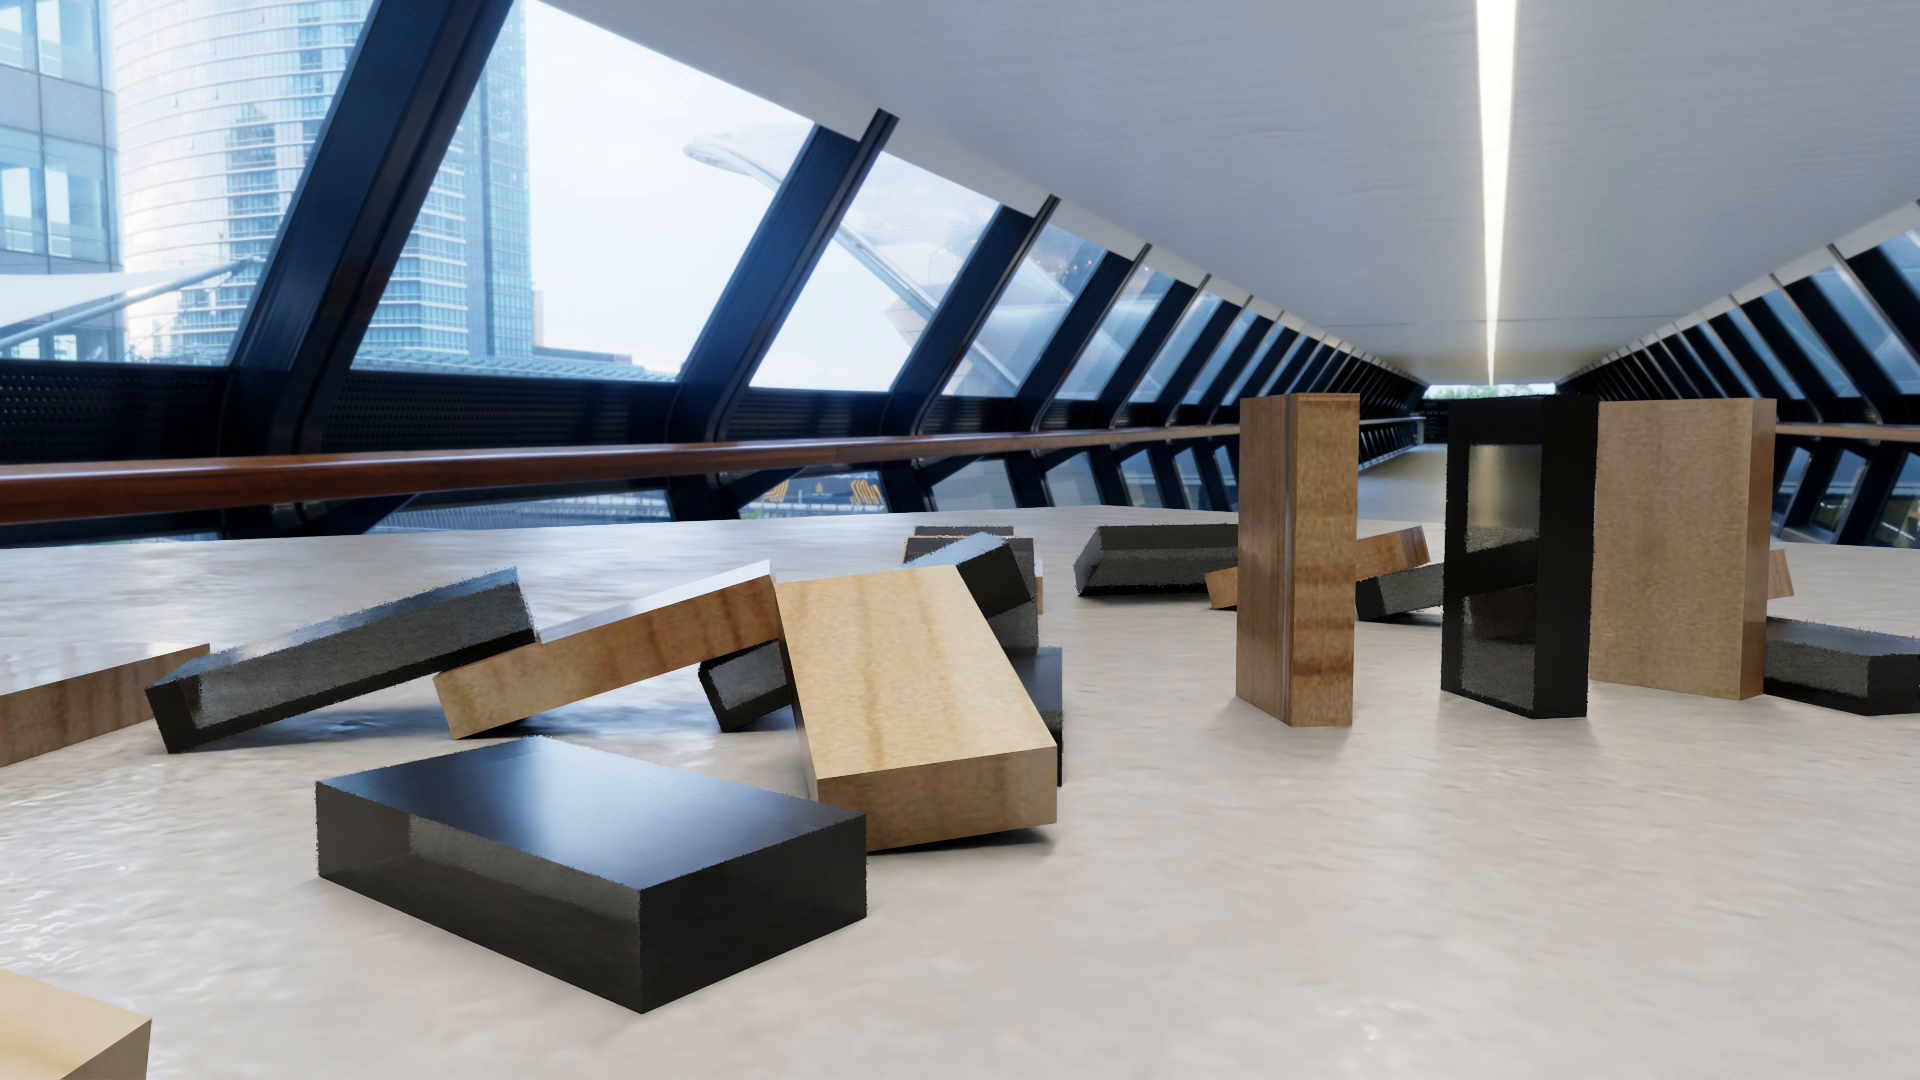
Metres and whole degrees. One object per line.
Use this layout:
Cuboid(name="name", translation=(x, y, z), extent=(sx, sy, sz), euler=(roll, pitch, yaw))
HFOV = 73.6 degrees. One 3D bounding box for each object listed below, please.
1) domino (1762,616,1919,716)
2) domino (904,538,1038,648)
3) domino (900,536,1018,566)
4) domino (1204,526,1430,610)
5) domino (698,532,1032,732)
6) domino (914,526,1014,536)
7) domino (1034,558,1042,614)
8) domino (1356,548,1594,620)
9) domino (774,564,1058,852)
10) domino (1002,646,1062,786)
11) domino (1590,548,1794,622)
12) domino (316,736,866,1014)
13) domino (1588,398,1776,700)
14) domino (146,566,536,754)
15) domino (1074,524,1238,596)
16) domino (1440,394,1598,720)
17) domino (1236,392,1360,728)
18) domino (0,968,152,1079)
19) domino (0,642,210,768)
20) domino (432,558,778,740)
Cuboid(name="domino", translation=(0.148, 0.021, 0.227), extent=(0.025, 0.009, 0.050), euler=(-1, 4, -14))
Cuboid(name="domino", translation=(0.001, 0.013, 0.235), extent=(0.025, 0.010, 0.050), euler=(0, 21, 2))
Cuboid(name="domino", translation=(0.000, 0.012, 0.268), extent=(0.025, 0.009, 0.050), euler=(0, 19, 2))
Cuboid(name="domino", translation=(0.091, 0.007, 0.327), extent=(0.050, 0.010, 0.025), euler=(-15, -4, 32))
Cuboid(name="domino", translation=(-0.016, 0.014, 0.203), extent=(0.050, 0.009, 0.025), euler=(-23, 7, -6))
Cuboid(name="domino", translation=(0.000, 0.009, 0.306), extent=(0.025, 0.009, 0.050), euler=(0, 18, 2))
Cuboid(name="domino", translation=(0.010, 0.012, 0.346), extent=(0.025, 0.010, 0.050), euler=(0, 4, 3))
Cuboid(name="domino", translation=(0.121, 0.009, 0.302), extent=(0.050, 0.010, 0.025), euler=(-17, -8, 41))
Cuboid(name="domino", translation=(-0.007, 0.018, 0.155), extent=(0.025, 0.010, 0.050), euler=(-6, 22, -11))
Cuboid(name="domino", translation=(0.002, 0.024, 0.185), extent=(0.025, 0.009, 0.050), euler=(0, 4, 5))
Cuboid(name="domino", translation=(0.142, 0.012, 0.270), extent=(0.025, 0.009, 0.050), euler=(-3, -9, -36))
Cuboid(name="domino", translation=(-0.036, 0.029, 0.121), extent=(0.050, 0.009, 0.025), euler=(3, 5, 38))
Cuboid(name="domino", translation=(0.125, 0.001, 0.223), extent=(0.009, 0.050, 0.025), euler=(-3, 5, -37))
Cuboid(name="domino", translation=(-0.091, 0.017, 0.194), extent=(0.050, 0.010, 0.025), euler=(-17, 10, -17))
Cuboid(name="domino", translation=(0.059, 0.006, 0.355), extent=(0.050, 0.010, 0.025), euler=(-1, -26, -13))
Cuboid(name="domino", translation=(0.091, 0.002, 0.210), extent=(0.009, 0.050, 0.025), euler=(-1, 4, -12))
Cuboid(name="domino", translation=(0.053, 0.002, 0.204), extent=(0.010, 0.050, 0.025), euler=(-1, 4, -7))
Cuboid(name="domino", translation=(-0.071, 0.026, 0.062), extent=(0.050, 0.010, 0.025), euler=(14, 12, 7))
Cuboid(name="domino", translation=(-0.138, 0.024, 0.189), extent=(0.025, 0.010, 0.050), euler=(0, 4, 2))
Cuboid(name="domino", translation=(-0.052, 0.016, 0.199), extent=(0.050, 0.009, 0.025), euler=(-17, 7, -7))
